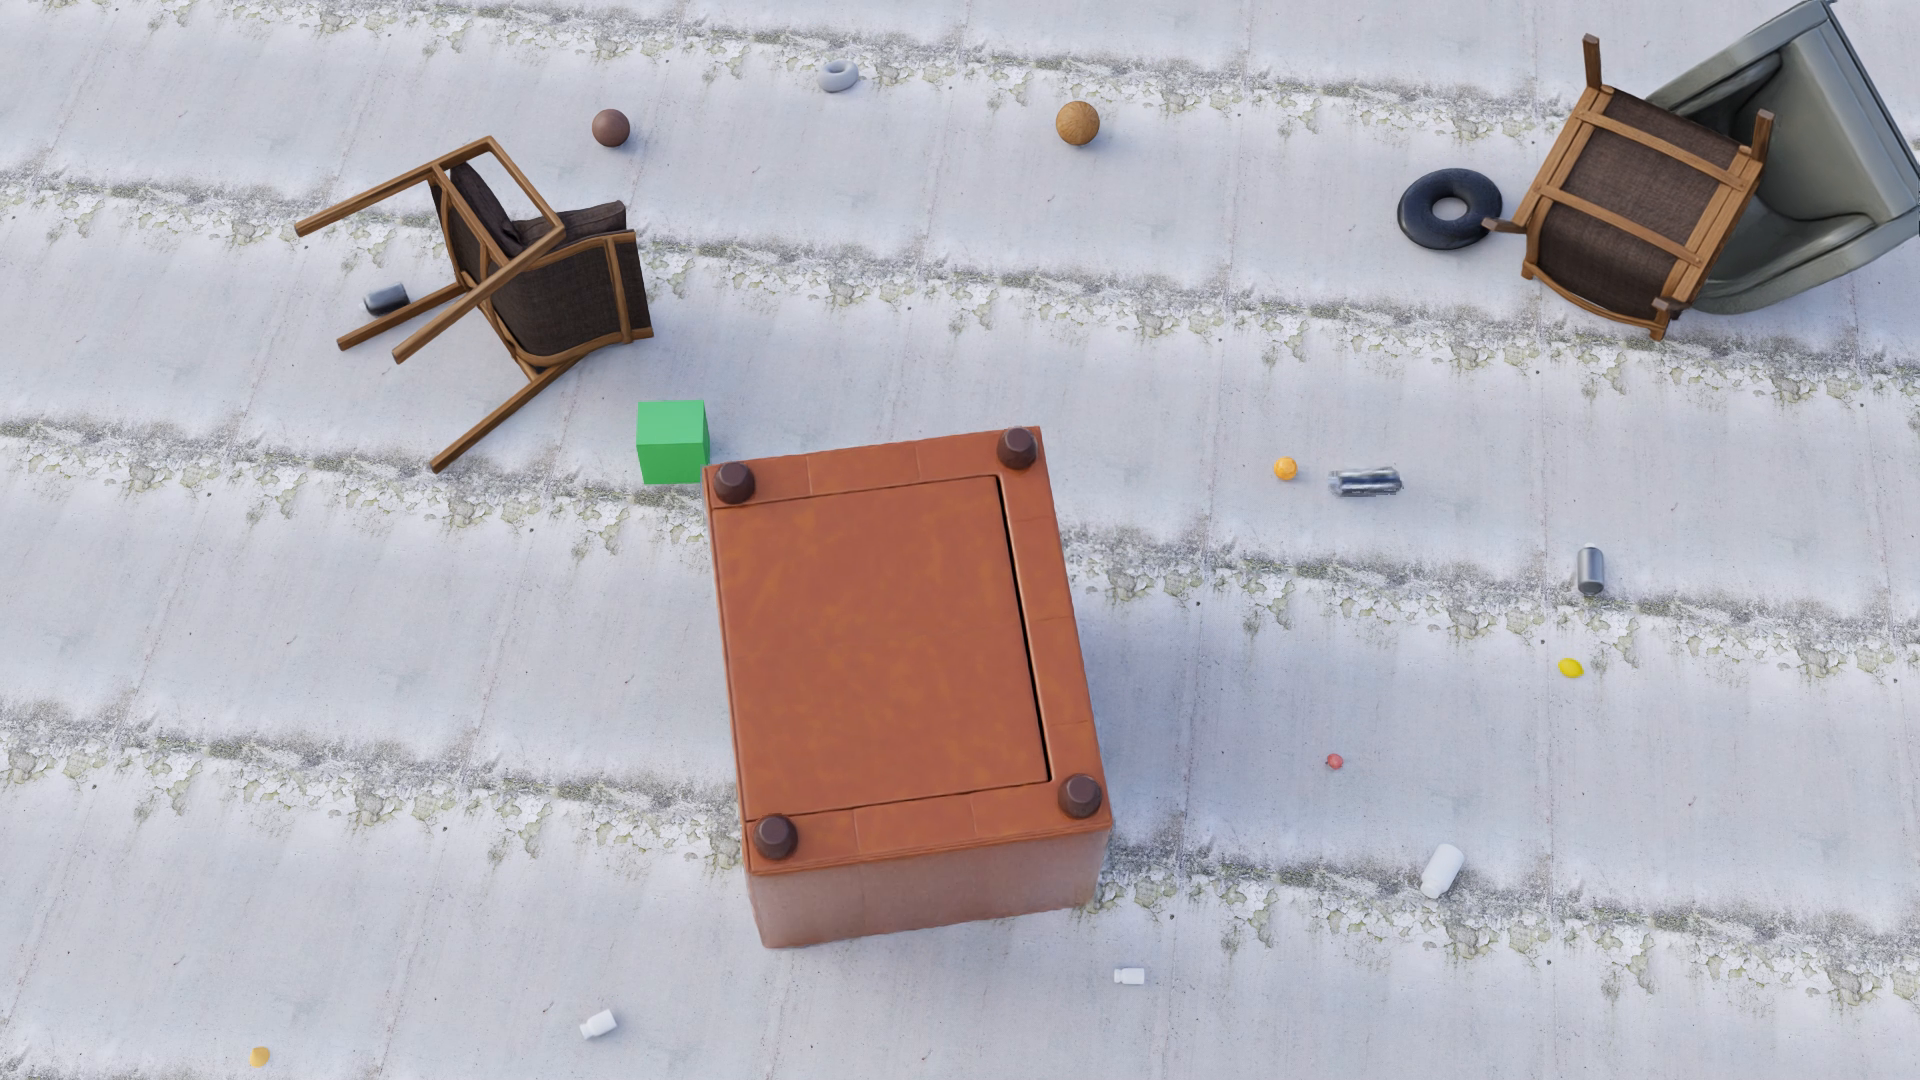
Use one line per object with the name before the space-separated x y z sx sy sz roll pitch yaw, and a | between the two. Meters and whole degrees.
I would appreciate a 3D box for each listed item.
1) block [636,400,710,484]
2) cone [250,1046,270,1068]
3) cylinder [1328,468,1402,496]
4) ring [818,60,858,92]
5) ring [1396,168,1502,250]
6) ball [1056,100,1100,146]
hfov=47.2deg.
block | -0.866 -0.295 6.649 0.197 0.204 0.160 -2 56 -1
cone | -1.809 1.318 5.652 0.051 0.062 0.057 15 57 10
cylinder | 1.214 -0.176 6.603 0.176 0.192 0.072 -3 100 -2
ring | -0.422 -1.605 7.605 0.150 0.078 0.094 -16 55 -13
ring | 1.619 -1.095 7.270 0.389 0.066 0.314 -38 63 -22
ball | 0.398 -1.408 7.429 0.150 0.150 0.150 0 56 0
